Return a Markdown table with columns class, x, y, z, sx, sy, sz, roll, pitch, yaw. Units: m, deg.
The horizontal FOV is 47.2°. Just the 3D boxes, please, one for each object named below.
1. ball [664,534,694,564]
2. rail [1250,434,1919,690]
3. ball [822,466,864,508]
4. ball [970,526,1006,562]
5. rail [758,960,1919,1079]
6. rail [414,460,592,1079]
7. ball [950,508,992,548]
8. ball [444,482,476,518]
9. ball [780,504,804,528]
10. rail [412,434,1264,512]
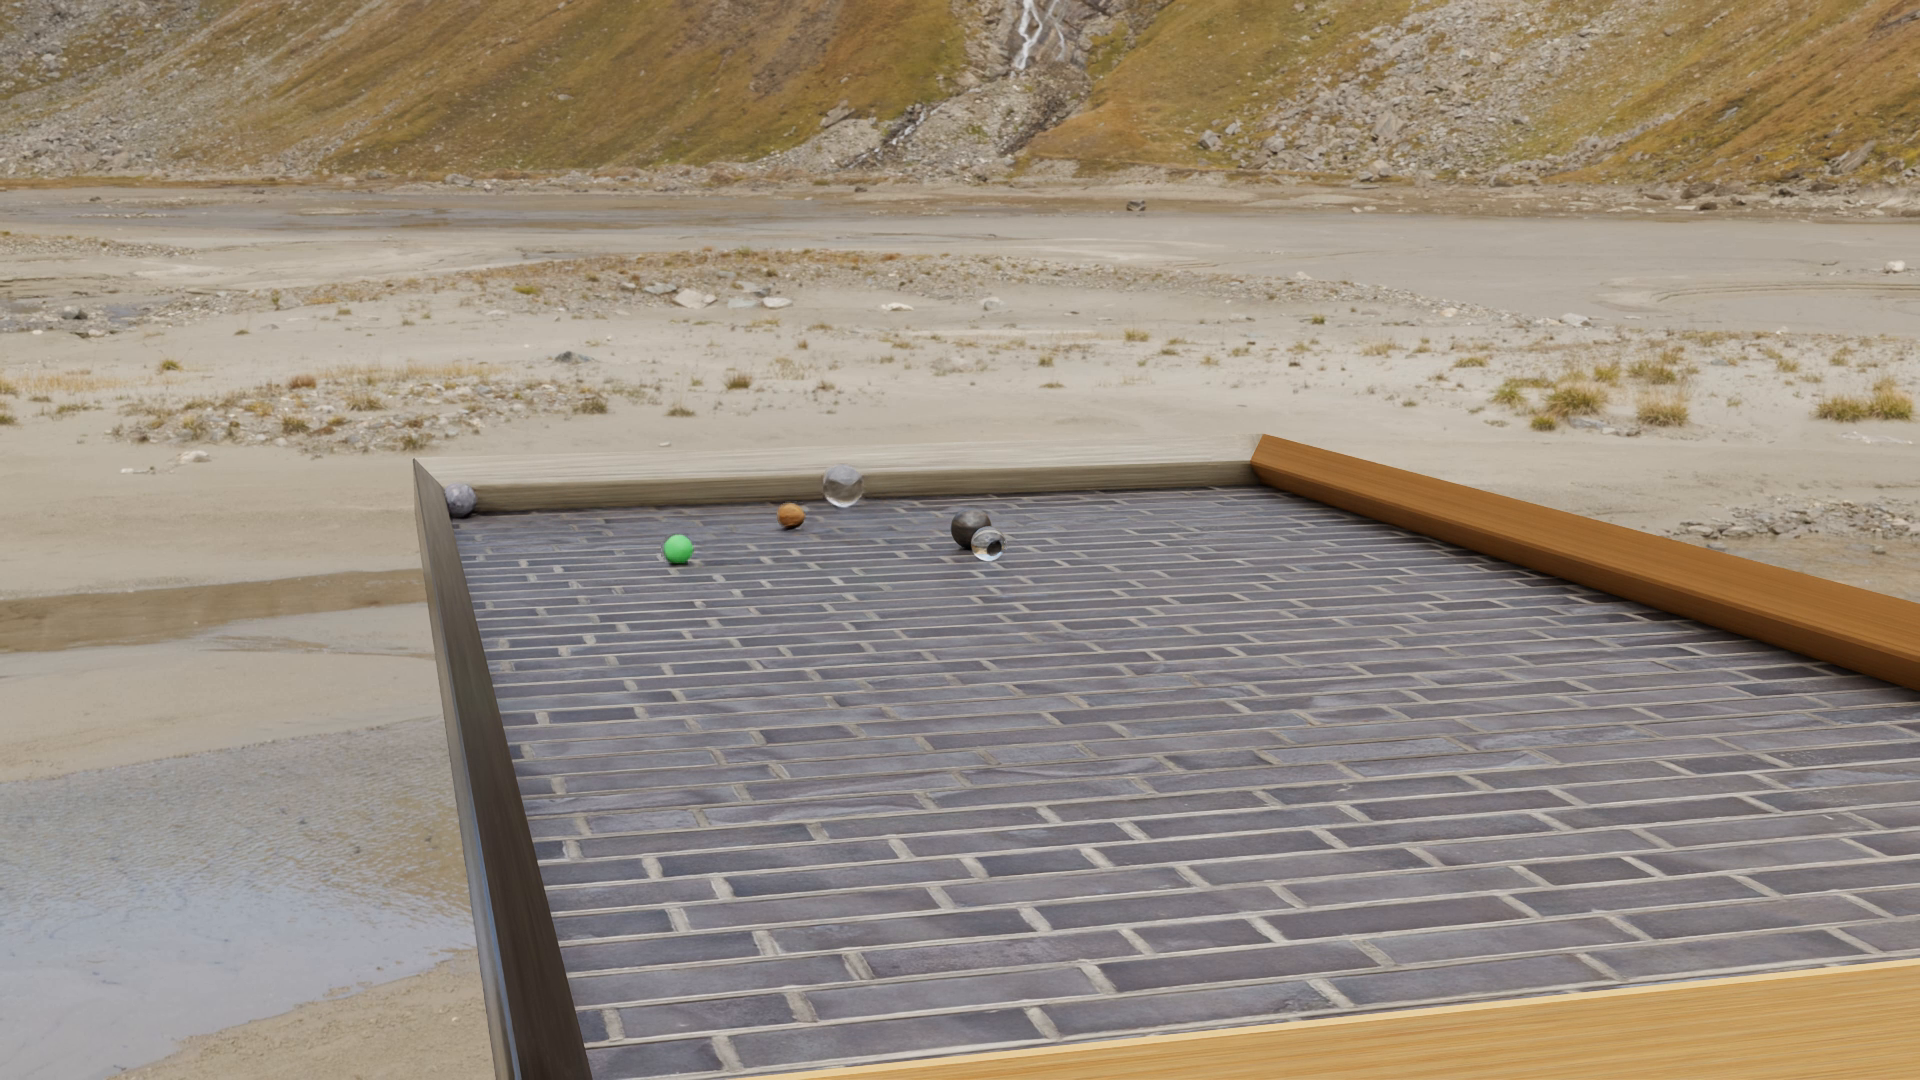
| class | x | y | z | sx | sy | sz | roll | pitch | yaw |
| --- | --- | --- | --- | --- | --- | --- | --- | --- | --- |
| ball | -0.411 | 0.014 | 3.211 | 0.043 | 0.043 | 0.043 | 0 | 9 | 0 |
| rail | 0.905 | 0.053 | 2.785 | 0.045 | 0.093 | 2.792 | -2 | 9 | -15 |
| ball | -0.202 | -0.093 | 3.809 | 0.072 | 0.072 | 0.072 | 0 | 9 | 0 |
| ball | 0.042 | 0.005 | 3.239 | 0.052 | 0.052 | 0.052 | 0 | 9 | 0 |
| rail | 0.531 | 0.284 | 1.284 | 1.549 | 0.093 | 0.045 | -2 | 9 | -15 |
| rail | -0.547 | 0.112 | 2.405 | 0.045 | 0.093 | 2.792 | -2 | 9 | -15 |
| ball | 0.017 | -0.018 | 3.353 | 0.063 | 0.063 | 0.063 | 0 | 9 | 0 |
| ball | -0.840 | -0.067 | 3.684 | 0.059 | 0.059 | 0.059 | 0 | 9 | 0 |
| ball | -0.272 | -0.038 | 3.558 | 0.041 | 0.041 | 0.041 | 0 | 9 | 0 |
| rail | -0.173 | -0.119 | 3.906 | 1.549 | 0.093 | 0.045 | -2 | 9 | -15 |
